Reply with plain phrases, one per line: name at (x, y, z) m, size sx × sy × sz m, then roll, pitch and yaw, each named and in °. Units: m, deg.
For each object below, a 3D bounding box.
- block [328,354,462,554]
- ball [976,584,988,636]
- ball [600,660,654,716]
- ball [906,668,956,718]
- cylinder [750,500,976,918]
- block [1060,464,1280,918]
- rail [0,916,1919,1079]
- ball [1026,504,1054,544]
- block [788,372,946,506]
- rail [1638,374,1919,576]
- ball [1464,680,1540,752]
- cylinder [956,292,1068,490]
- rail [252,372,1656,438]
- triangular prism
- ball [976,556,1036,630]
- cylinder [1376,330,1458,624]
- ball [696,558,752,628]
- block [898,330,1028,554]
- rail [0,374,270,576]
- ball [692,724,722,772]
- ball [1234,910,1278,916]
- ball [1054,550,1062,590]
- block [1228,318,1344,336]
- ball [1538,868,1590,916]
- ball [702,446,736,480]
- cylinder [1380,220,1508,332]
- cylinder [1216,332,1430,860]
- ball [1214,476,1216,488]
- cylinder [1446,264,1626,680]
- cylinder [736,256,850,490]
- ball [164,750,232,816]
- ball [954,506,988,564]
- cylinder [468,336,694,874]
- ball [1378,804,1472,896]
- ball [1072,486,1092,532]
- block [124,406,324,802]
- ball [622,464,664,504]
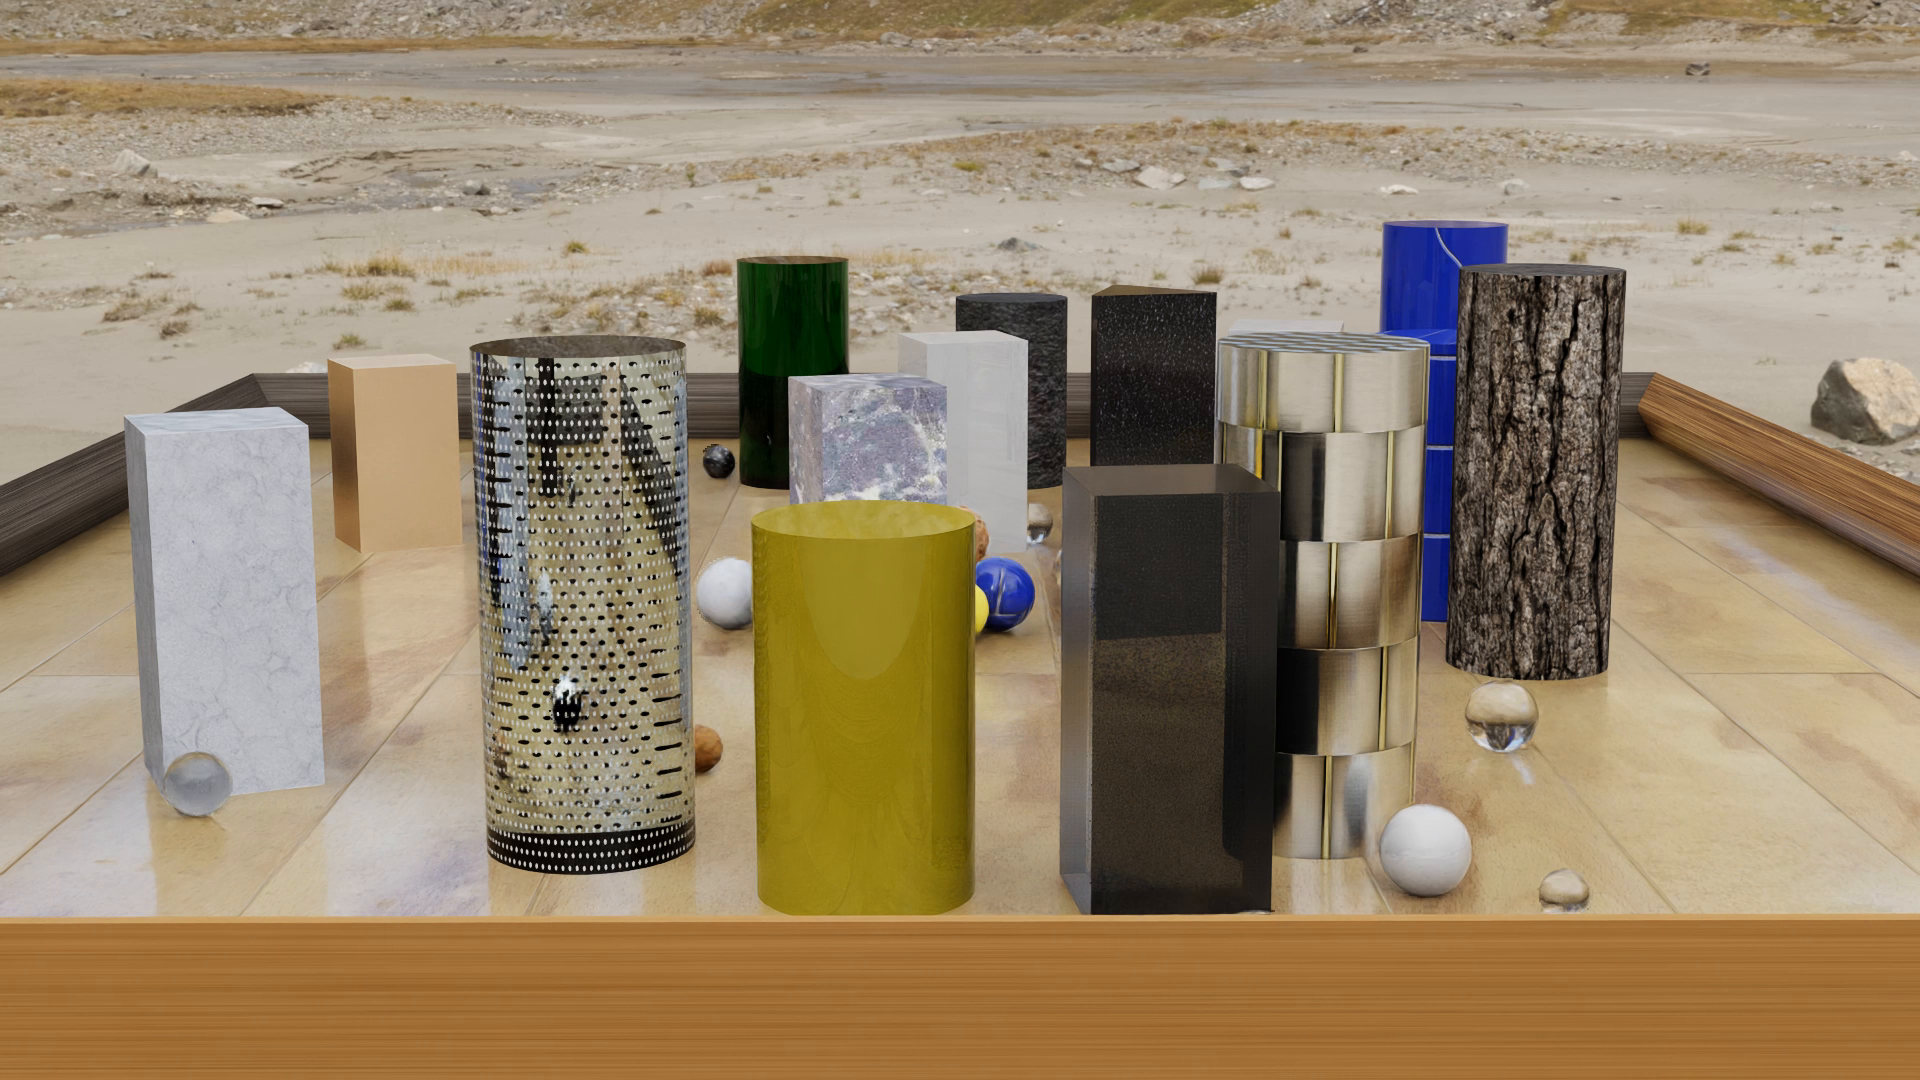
block at (-0.870, -0.136, 3.950) m, size 0.157 × 0.279 × 0.157 m, roll -5°, pitch 12°, yaw -27°
ball at (-0.005, 0.089, 3.270) m, size 0.083 × 0.083 × 0.083 m, roll 0°, pitch 10°, yaw 0°
ball at (-0.377, 0.167, 2.908) m, size 0.063 × 0.063 × 0.063 m, roll 0°, pitch 10°, yaw 0°
ball at (-0.033, 0.173, 2.895) m, size 0.056 × 0.056 × 0.056 m, roll 0°, pitch 10°, yaw 0°
cylinder at (-0.084, 0.147, 2.268) m, size 0.196 × 0.336 × 0.196 m, roll 0°, pitch 10°, yaw 0°
block at (0.179, 0.132, 2.238) m, size 0.157 × 0.376 × 0.157 m, roll -1°, pitch 11°, yaw -7°
rail at (0.009, 0.327, 1.860) m, size 2.765 × 0.128 × 0.045 m, roll 0°, pitch 10°, yaw 0°
ball at (0.113, -0.025, 3.951) m, size 0.061 × 0.061 × 0.061 m, roll 0°, pitch 10°, yaw 0°
block at (-0.116, -0.028, 3.201) m, size 0.157 × 0.340 × 0.157 m, roll -4°, pitch 11°, yaw -18°
rail at (1.359, 0.031, 3.457) m, size 0.045 × 0.128 × 3.279 m, roll 0°, pitch 10°, yaw 0°
ball at (0.581, 0.189, 2.750) m, size 0.078 × 0.078 × 0.078 m, roll 0°, pitch 10°, yaw 0°
cylinder at (0.090, -0.264, 4.515) m, size 0.196 × 0.325 × 0.196 m, roll 0°, pitch 10°, yaw 0°
rail at (-0.009, -0.262, 5.038) m, size 2.765 × 0.128 × 0.045 m, roll 0°, pitch 10°, yaw 0°
triangular prism at (0.231, -0.114, 3.398) m, size 0.170 × 0.437 × 0.147 m, roll -3°, pitch 11°, yaw -16°
ball at (0.050, 0.070, 3.339) m, size 0.097 × 0.097 × 0.097 m, roll 0°, pitch 10°, yaw 0°
cylinder at (0.647, -0.090, 3.452) m, size 0.196 × 0.369 × 0.196 m, roll 0°, pitch 10°, yaw 0°
ball at (-0.299, 0.070, 3.355) m, size 0.091 × 0.091 × 0.091 m, roll 0°, pitch 10°, yaw 0°
block at (0.003, -0.149, 3.907) m, size 0.157 × 0.321 × 0.157 m, roll -3°, pitch 11°, yaw -17°
rail at (-1.359, 0.034, 3.441) m, size 0.045 × 0.128 × 3.279 m, roll 0°, pitch 10°, yaw 0°
ball at (-0.272, 0.217, 2.671) m, size 0.050 × 0.050 × 0.050 m, roll 0°, pitch 10°, yaw 0°
ball at (0.235, 0.327, 2.035) m, size 0.067 × 0.067 × 0.067 m, roll 0°, pitch 10°, yaw 0°
ball at (0.171, 0.040, 3.536) m, size 0.084 × 0.084 × 0.084 m, roll 0°, pitch 10°, yaw 0°
block at (0.474, -0.137, 3.749) m, size 0.157 × 0.355 × 0.157 m, roll 2°, pitch 11°, yaw 10°
ball at (0.521, 0.306, 2.213) m, size 0.044 × 0.044 × 0.044 m, roll 0°, pitch 10°, yaw 0°
ball at (-0.428, -0.138, 4.563) m, size 0.059 × 0.059 × 0.059 m, roll 0°, pitch 10°, yaw 0°
cylinder at (0.766, -0.264, 4.092) m, size 0.196 × 0.478 × 0.196 m, roll 0°, pitch 10°, yaw 0°
cylinder at (0.339, 0.047, 2.435) m, size 0.196 × 0.471 × 0.196 m, roll 0°, pitch 10°, yaw 0°
ball at (0.360, -0.056, 3.827) m, size 0.090 × 0.090 × 0.090 m, roll 0°, pitch 10°, yaw 0°
cylinder at (0.699, -0.087, 3.125) m, size 0.196 × 0.484 × 0.196 m, roll 0°, pitch 10°, yaw 0°
cylinder at (-0.292, -0.297, 4.513) m, size 0.196 × 0.391 × 0.196 m, roll 0°, pitch 10°, yaw 0°
ball at (-0.749, 0.239, 2.518) m, size 0.064 × 0.064 × 0.064 m, roll 0°, pitch 10°, yaw 0°
ball at (-0.008, -0.001, 3.720) m, size 0.098 × 0.098 × 0.098 m, roll 0°, pitch 10°, yaw 0°
cylinder at (-0.349, 0.055, 2.390) m, size 0.196 × 0.472 × 0.196 m, roll 0°, pitch 10°, yaw 0°
ball at (0.413, 0.275, 2.276) m, size 0.081 × 0.081 × 0.081 m, roll 0°, pitch 10°, yaw 0°
ball at (0.215, -0.049, 4.039) m, size 0.076 × 0.076 × 0.076 m, roll 0°, pitch 10°, yaw 0°
block at (-0.755, 0.061, 2.633) m, size 0.157 × 0.371 × 0.157 m, roll -5°, pitch 12°, yaw -25°
ball at (-0.532, -0.095, 4.308) m, size 0.068 × 0.068 × 0.068 m, roll 0°, pitch 10°, yaw 0°
